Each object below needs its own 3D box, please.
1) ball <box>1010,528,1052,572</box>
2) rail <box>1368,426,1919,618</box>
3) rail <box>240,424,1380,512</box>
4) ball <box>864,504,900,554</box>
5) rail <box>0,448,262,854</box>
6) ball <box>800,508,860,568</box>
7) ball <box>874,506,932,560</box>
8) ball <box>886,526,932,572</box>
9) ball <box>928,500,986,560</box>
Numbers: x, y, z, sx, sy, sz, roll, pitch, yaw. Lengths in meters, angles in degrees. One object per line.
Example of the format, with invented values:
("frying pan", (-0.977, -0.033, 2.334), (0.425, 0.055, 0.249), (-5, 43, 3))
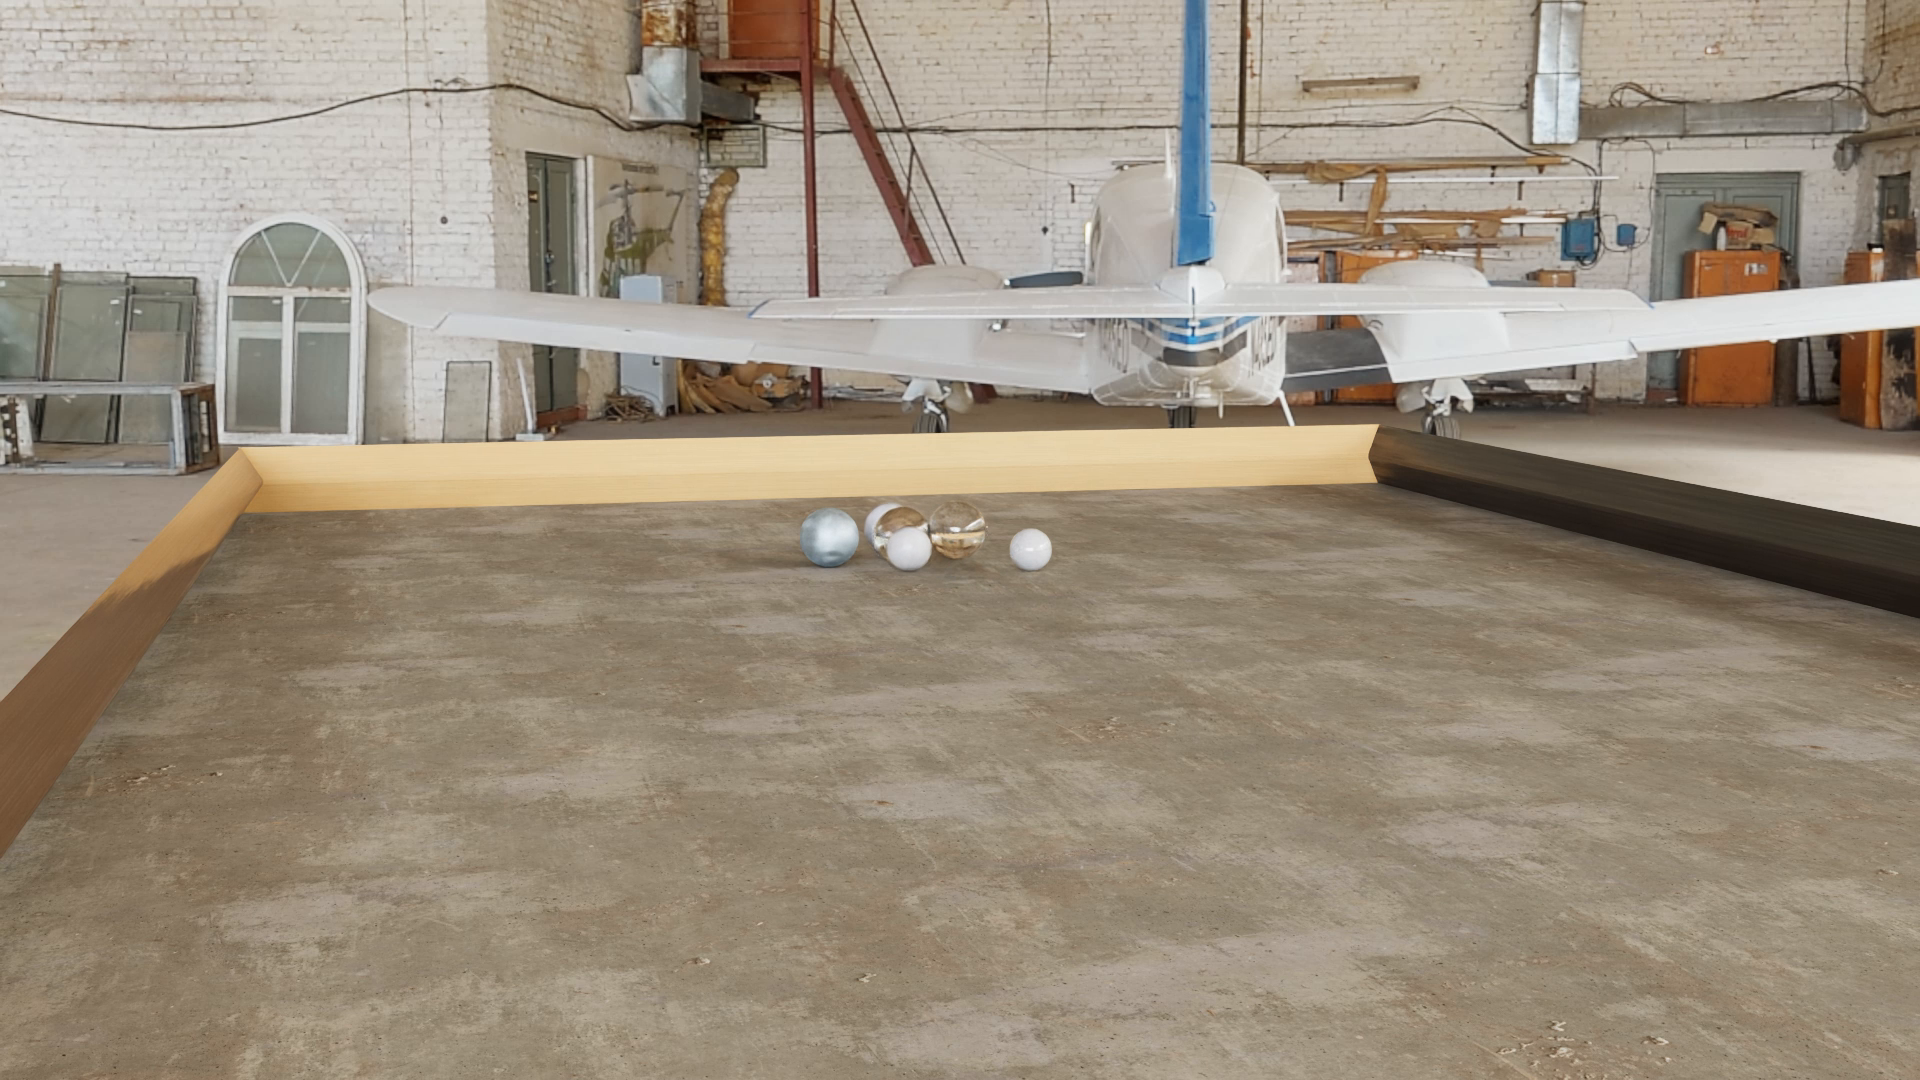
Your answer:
("ball", (0.114, 0.016, 3.559), (0.069, 0.069, 0.069), (0, 8, 0))
("rail", (1.393, 0.079, 2.857), (0.045, 0.127, 4.189), (-2, 8, -13))
("rail", (-0.237, -0.152, 4.582), (2.412, 0.127, 0.045), (-2, 8, -13))
("ball", (-0.117, -0.017, 3.726), (0.090, 0.090, 0.090), (0, 8, 0))
("rail", (-0.907, 0.152, 2.313), (0.045, 0.127, 4.189), (-2, 8, -13))
("ball", (-0.214, -0.005, 3.601), (0.098, 0.098, 0.098), (0, 8, 0))
("ball", (-0.095, -0.008, 3.635), (0.095, 0.095, 0.095), (0, 8, 0))
("ball", (-0.082, 0.015, 3.555), (0.072, 0.072, 0.072), (0, 8, 0))
("ball", (-0.005, -0.017, 3.693), (0.098, 0.098, 0.098), (0, 8, 0))
